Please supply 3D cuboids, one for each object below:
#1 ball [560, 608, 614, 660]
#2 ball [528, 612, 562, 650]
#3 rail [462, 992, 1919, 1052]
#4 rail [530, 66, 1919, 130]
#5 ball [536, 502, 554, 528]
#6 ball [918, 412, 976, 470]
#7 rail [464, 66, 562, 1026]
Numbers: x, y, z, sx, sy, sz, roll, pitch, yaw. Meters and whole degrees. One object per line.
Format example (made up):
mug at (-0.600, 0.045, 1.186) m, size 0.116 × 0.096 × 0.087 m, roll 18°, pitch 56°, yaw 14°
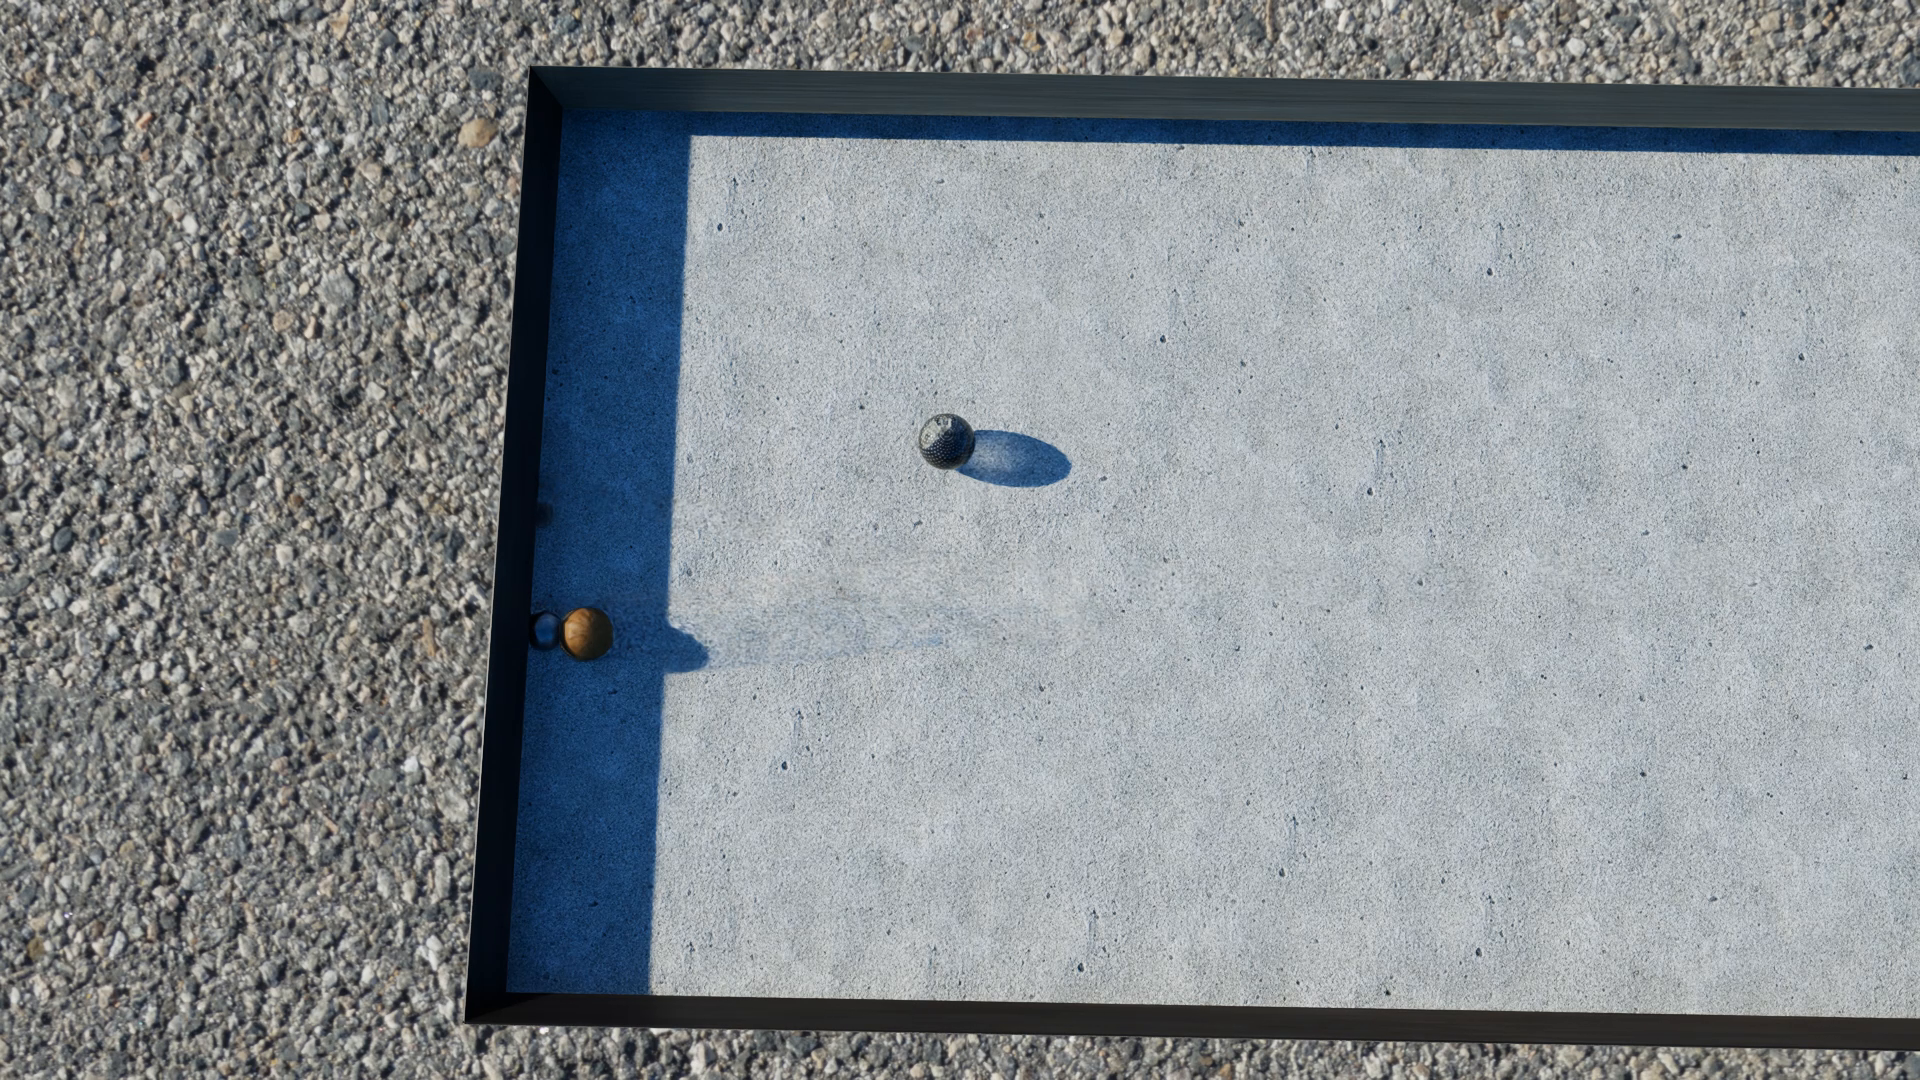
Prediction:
ball at (-0.557, 0.140, 3.284) m, size 0.080 × 0.080 × 0.080 m, roll 0°, pitch 77°, yaw 0°
ball at (-0.624, 0.136, 3.298) m, size 0.058 × 0.058 × 0.058 m, roll 0°, pitch 77°, yaw 0°
rail at (0.671, 0.692, 3.136) m, size 2.736 × 0.114 × 0.045 m, roll 1°, pitch 77°, yaw 0°
rail at (0.697, -0.679, 3.461) m, size 2.736 × 0.114 × 0.045 m, roll 1°, pitch 77°, yaw 0°
ball at (-0.639, -0.039, 3.348) m, size 0.040 × 0.040 × 0.040 m, roll 0°, pitch 77°, yaw 0°
ball at (-0.020, -0.150, 3.350) m, size 0.088 × 0.088 × 0.088 m, roll 0°, pitch 77°, yaw 0°
rail at (-0.660, -0.017, 3.304) m, size 0.045 × 0.114 × 1.457 m, roll 1°, pitch 77°, yaw 0°
